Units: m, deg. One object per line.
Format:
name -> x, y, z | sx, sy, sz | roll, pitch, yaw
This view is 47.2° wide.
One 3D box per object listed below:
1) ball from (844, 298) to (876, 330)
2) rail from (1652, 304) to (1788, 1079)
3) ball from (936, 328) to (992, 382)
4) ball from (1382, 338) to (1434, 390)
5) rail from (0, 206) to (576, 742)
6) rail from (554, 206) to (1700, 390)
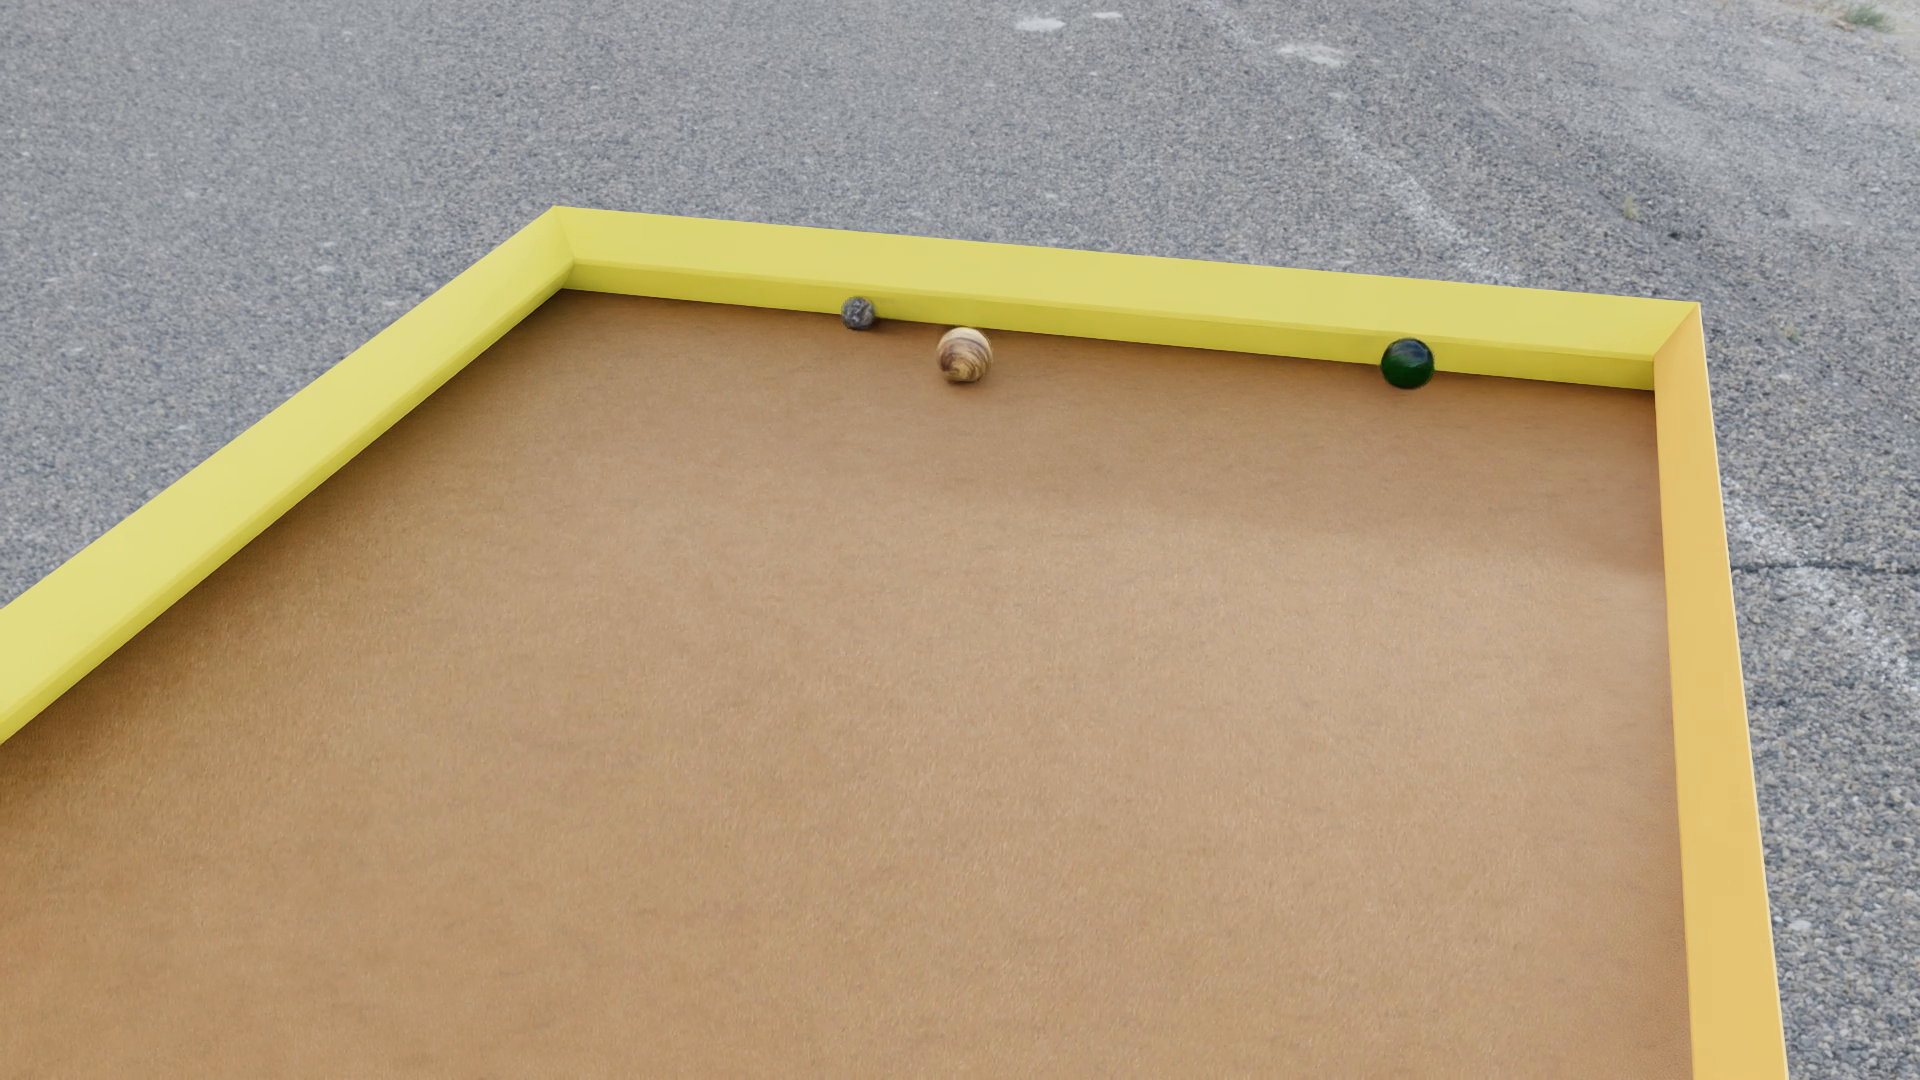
ball -> -0.127, -0.286, 2.784 | 0.041, 0.041, 0.041 | 0, 27, 0
rail -> 0.510, 0.333, 1.462 | 0.045, 0.112, 2.597 | 7, 27, 13
ball -> 0.004, -0.221, 2.627 | 0.065, 0.065, 0.065 | 0, 27, 0
ball -> 0.531, -0.209, 2.607 | 0.062, 0.062, 0.062 | 0, 27, 0
rail -> -0.837, 0.176, 1.776 | 0.045, 0.112, 2.597 | 7, 27, 13
rail -> 0.158, -0.296, 2.722 | 1.439, 0.112, 0.045 | 7, 27, 13
